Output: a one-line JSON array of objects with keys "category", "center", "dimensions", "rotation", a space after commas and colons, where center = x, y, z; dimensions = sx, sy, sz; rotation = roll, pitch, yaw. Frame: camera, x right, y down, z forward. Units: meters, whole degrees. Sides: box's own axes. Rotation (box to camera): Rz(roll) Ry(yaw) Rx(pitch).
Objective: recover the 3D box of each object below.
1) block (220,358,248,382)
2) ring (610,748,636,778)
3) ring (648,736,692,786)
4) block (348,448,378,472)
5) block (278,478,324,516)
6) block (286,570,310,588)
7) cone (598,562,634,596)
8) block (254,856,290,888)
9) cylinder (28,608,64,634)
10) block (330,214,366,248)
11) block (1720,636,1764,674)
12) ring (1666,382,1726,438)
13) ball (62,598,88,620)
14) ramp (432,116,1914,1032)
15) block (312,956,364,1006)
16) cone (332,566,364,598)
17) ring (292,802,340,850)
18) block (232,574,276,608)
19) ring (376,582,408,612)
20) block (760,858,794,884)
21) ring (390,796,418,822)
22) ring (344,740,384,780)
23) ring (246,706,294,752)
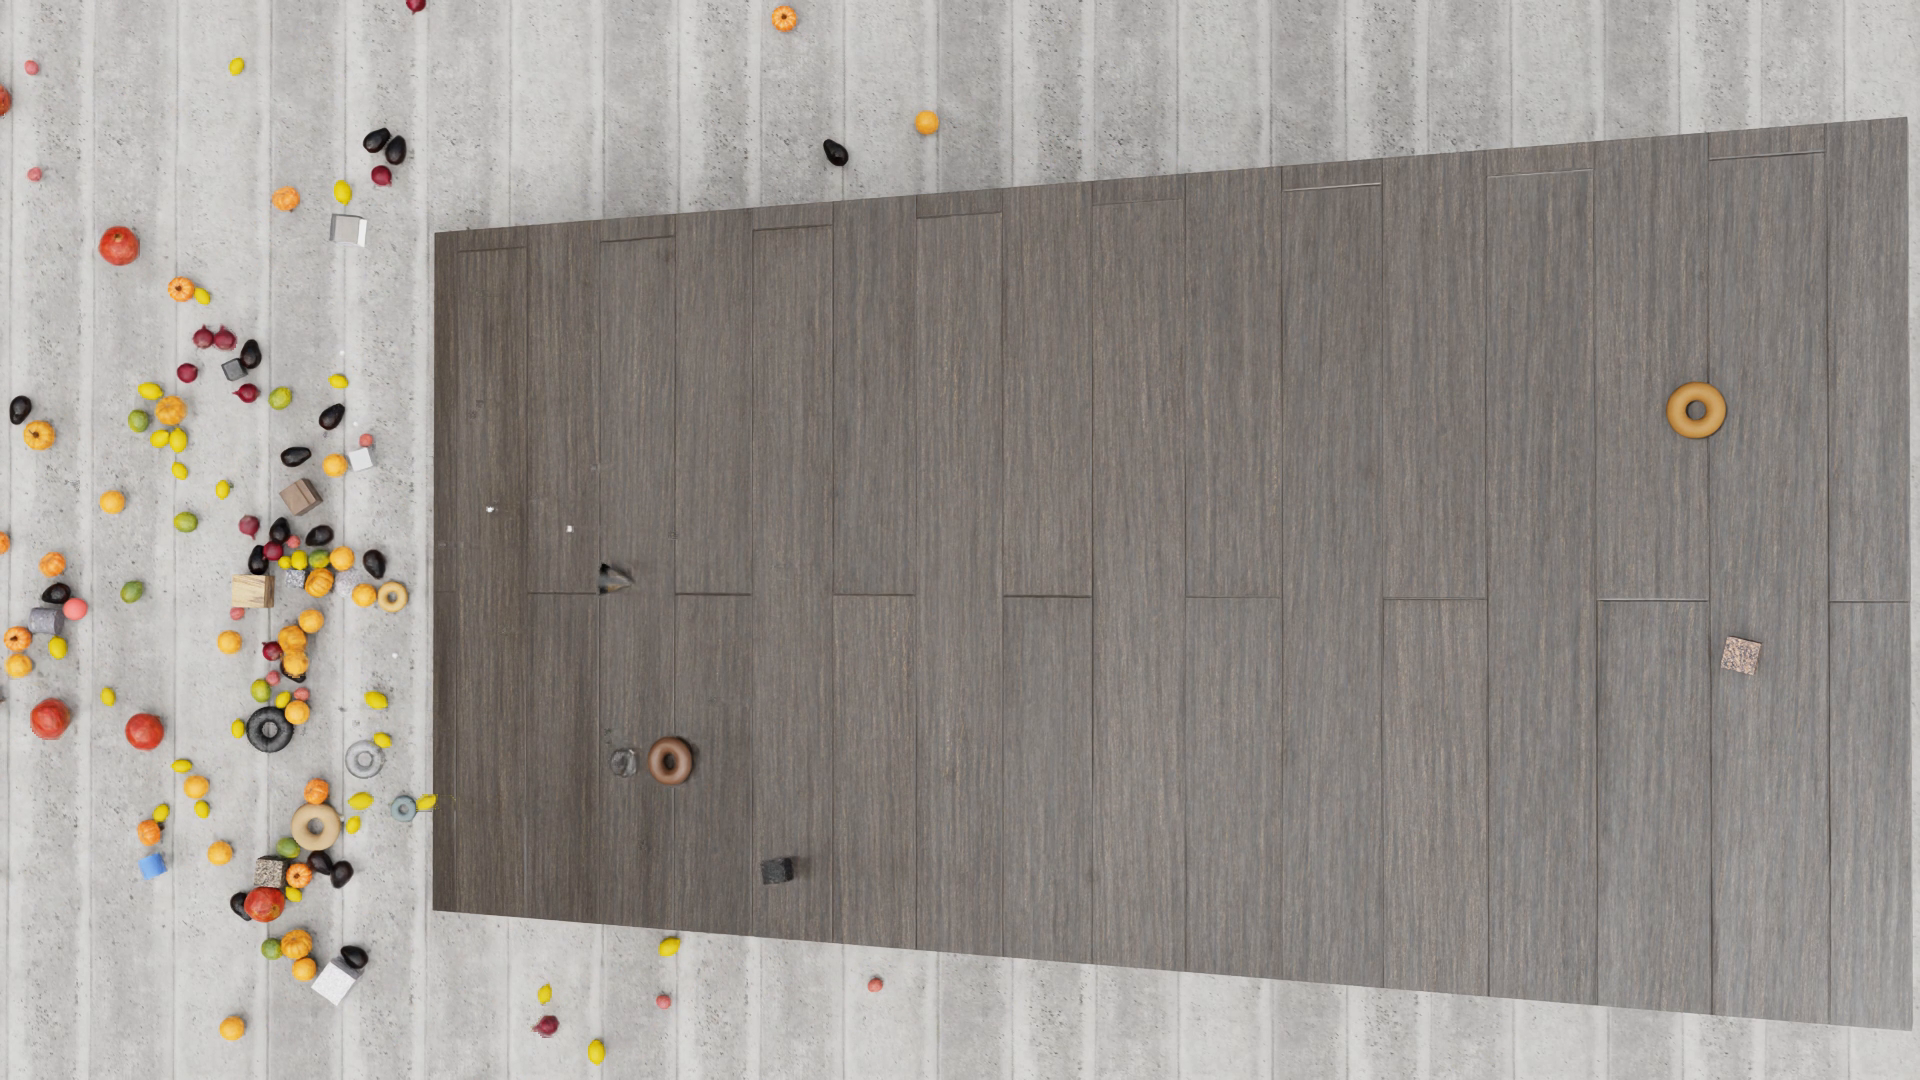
[{"category": "block", "center": [-2.164, -0.508, 6.560], "dimensions": [0.051, 0.051, 0.051], "rotation": [-24, 89, 0]}, {"category": "ring", "center": [-0.948, 0.627, 6.186], "dimensions": [0.087, 0.029, 0.087], "rotation": [-1, 88, 26]}, {"category": "ring", "center": [-0.806, 0.615, 6.111], "dimensions": [0.137, 0.046, 0.137], "rotation": [0, 90, 24]}, {"category": "block", "center": [-1.779, -0.238, 6.554], "dimensions": [0.057, 0.057, 0.057], "rotation": [-18, 89, 0]}, {"category": "block", "center": [-1.959, -0.127, 6.541], "dimensions": [0.080, 0.080, 0.080], "rotation": [-34, 89, 0]}, {"category": "block", "center": [-1.973, 0.116, 6.551], "dimensions": [0.054, 0.054, 0.054], "rotation": [5, 89, 0]}, {"category": "cone", "center": [-0.963, 0.115, 6.190], "dimensions": [0.096, 0.096, 0.096], "rotation": [6, 89, -2]}, {"category": "block", "center": [-2.042, 0.985, 6.529], "dimensions": [0.079, 0.079, 0.079], "rotation": [5, 89, 0]}, {"category": "cylinder", "center": [-2.717, 0.241, 6.539], "dimensions": [0.076, 0.076, 0.076], "rotation": [5, 89, 0]}, {"category": "block", "center": [-1.823, -0.923, 6.549], "dimensions": [0.082, 0.082, 0.082], "rotation": [6, 89, 0]}, {"category": "block", "center": [1.749, 0.257, 4.918], "dimensions": [0.071, 0.071, 0.071], "rotation": [14, 95, 24]}, {"category": "ring", "center": [1.666, -0.294, 4.978], "dimensions": [0.130, 0.043, 0.130], "rotation": [0, 90, 24]}, {"category": "ball", "center": [-2.633, 0.206, 6.544], "dimensions": [0.067, 0.067, 0.067], "rotation": [0, 89, 0]}, {"category": "ramp", "center": [0.282, 0.082, 5.693], "dimensions": [4.000, 0.100, 2.000], "rotation": [0, 89, 25]}, {"category": "block", "center": [-1.845, 1.306, 6.518], "dimensions": [0.093, 0.093, 0.093], "rotation": [36, 89, 0]}, {"category": "cone", "center": [-1.832, 0.124, 6.530], "dimensions": [0.096, 0.096, 0.096], "rotation": [0, 89, 0]}, {"category": "ring", "center": [-1.917, 0.851, 6.545], "dimensions": [0.149, 0.050, 0.149], "rotation": [0, 90, 1]}, {"category": "block", "center": [-2.098, 0.152, 6.530], "dimensions": [0.095, 0.095, 0.095], "rotation": [2, 89, 0]}, {"category": "ring", "center": [-1.694, 0.170, 6.562], "dimensions": [0.094, 0.031, 0.094], "rotation": [0, 88, 1]}, {"category": "block", "center": [-0.496, 0.897, 5.955], "dimensions": [0.060, 0.060, 0.060], "rotation": [-12, 84, 24]}, {"category": "ring", "center": [-1.658, 0.802, 6.557], "dimensions": [0.080, 0.027, 0.080], "rotation": [0, 91, 0]}, {"category": "ring", "center": [-1.774, 0.654, 6.552], "dimensions": [0.118, 0.039, 0.118], "rotation": [0, 88, 0]}, {"category": "ring", "center": [-2.056, 0.565, 6.550], "dimensions": [0.139, 0.046, 0.139], "rotation": [0, 90, -1]}]
